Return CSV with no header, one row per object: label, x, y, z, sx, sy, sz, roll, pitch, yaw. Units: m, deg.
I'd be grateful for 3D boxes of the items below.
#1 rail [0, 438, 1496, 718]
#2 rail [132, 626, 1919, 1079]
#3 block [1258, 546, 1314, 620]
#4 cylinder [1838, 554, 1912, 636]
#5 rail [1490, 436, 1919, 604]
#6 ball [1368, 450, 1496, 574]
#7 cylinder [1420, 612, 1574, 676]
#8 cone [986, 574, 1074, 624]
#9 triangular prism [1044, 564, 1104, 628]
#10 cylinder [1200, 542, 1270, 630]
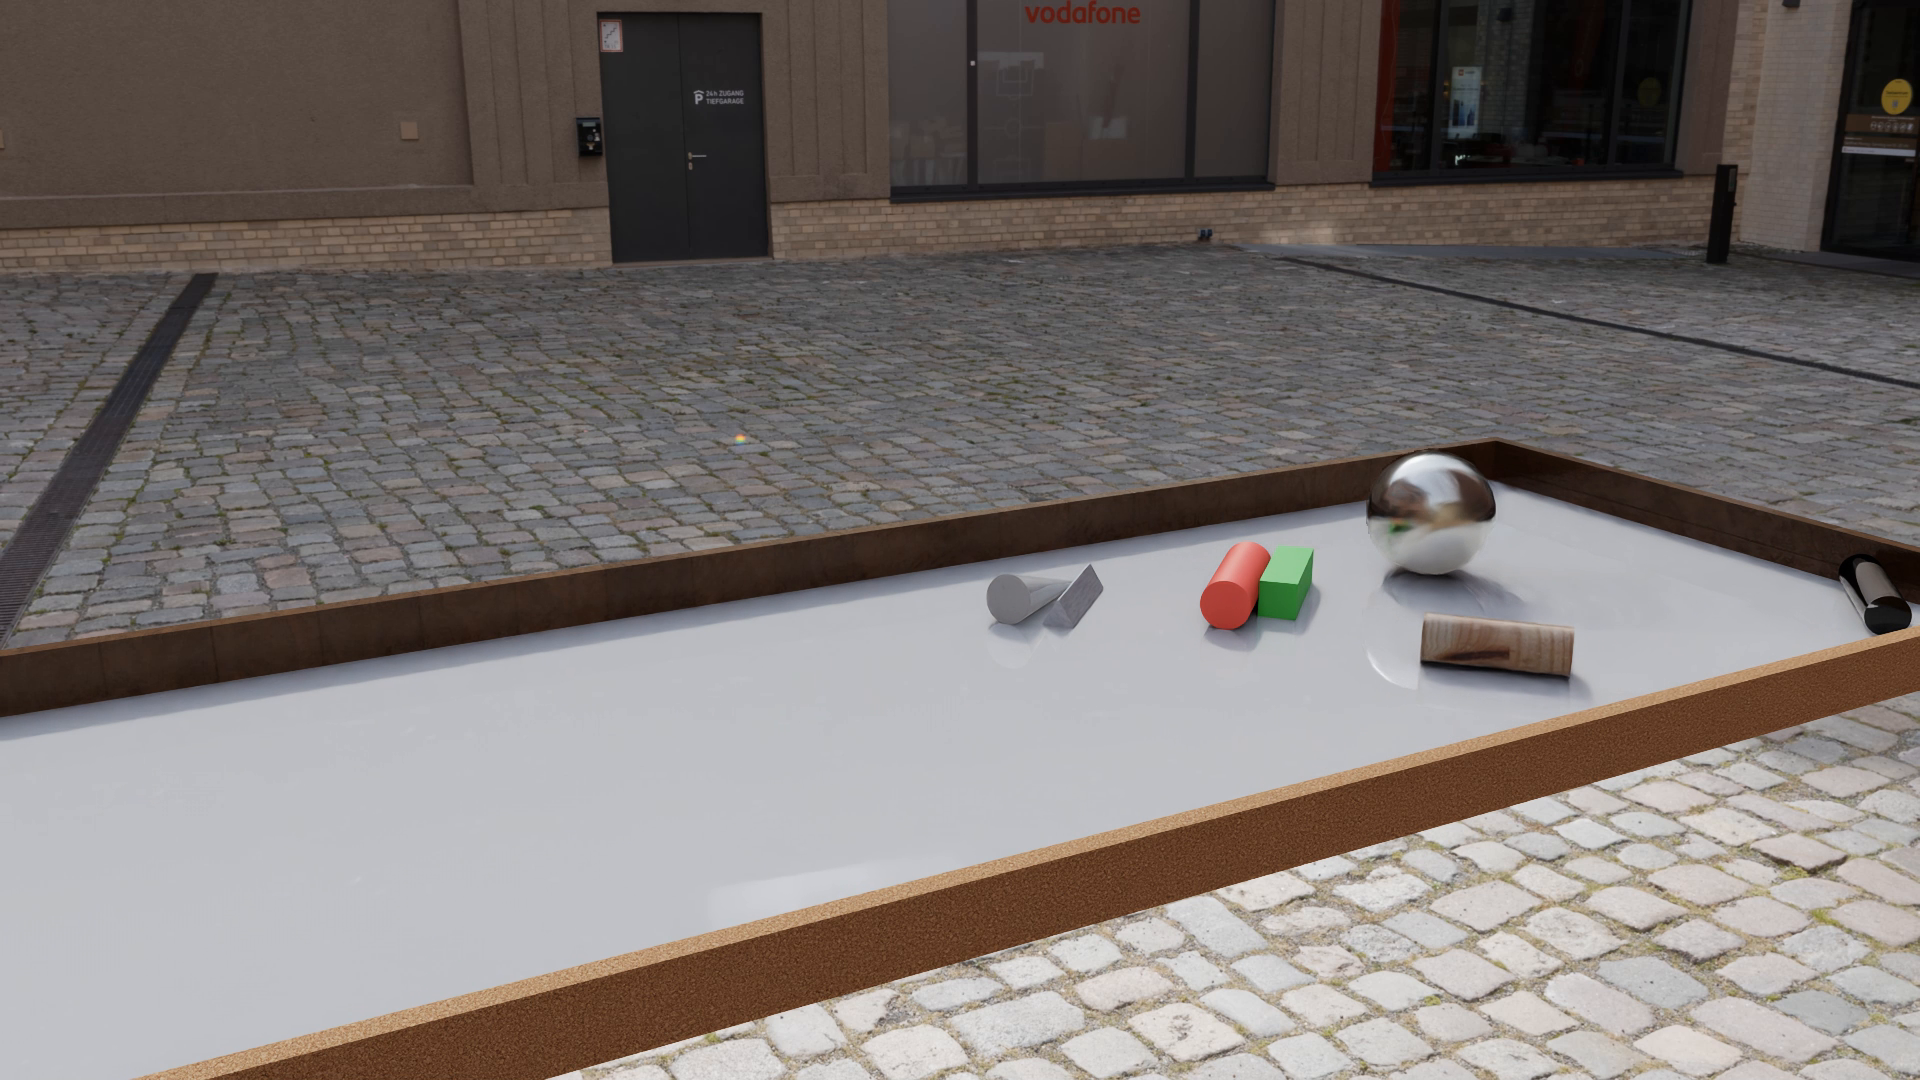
rail,-3.305,0.497,3.399,12.000,0.150,0.050,-9,18,-27
rail,-2.336,1.006,1.665,12.000,0.150,0.050,-9,18,-27
block,0.943,0.119,4.762,0.105,0.105,0.366,5,17,18
cylinder,2.569,0.151,4.638,0.115,0.115,0.412,5,17,18
rail,2.466,-0.048,5.253,0.050,0.150,2.100,-9,18,-27
ball,1.421,-0.083,4.974,0.374,0.374,0.374,0,16,0
cylinder,1.373,0.266,4.224,0.365,0.125,0.125,5,17,18
cone,0.247,0.143,4.744,0.140,0.140,0.447,10,10,30
triangular prism,0.325,0.152,4.694,0.087,0.076,0.363,5,17,17
cylinder,0.787,0.125,4.683,0.140,0.140,0.401,5,17,18
